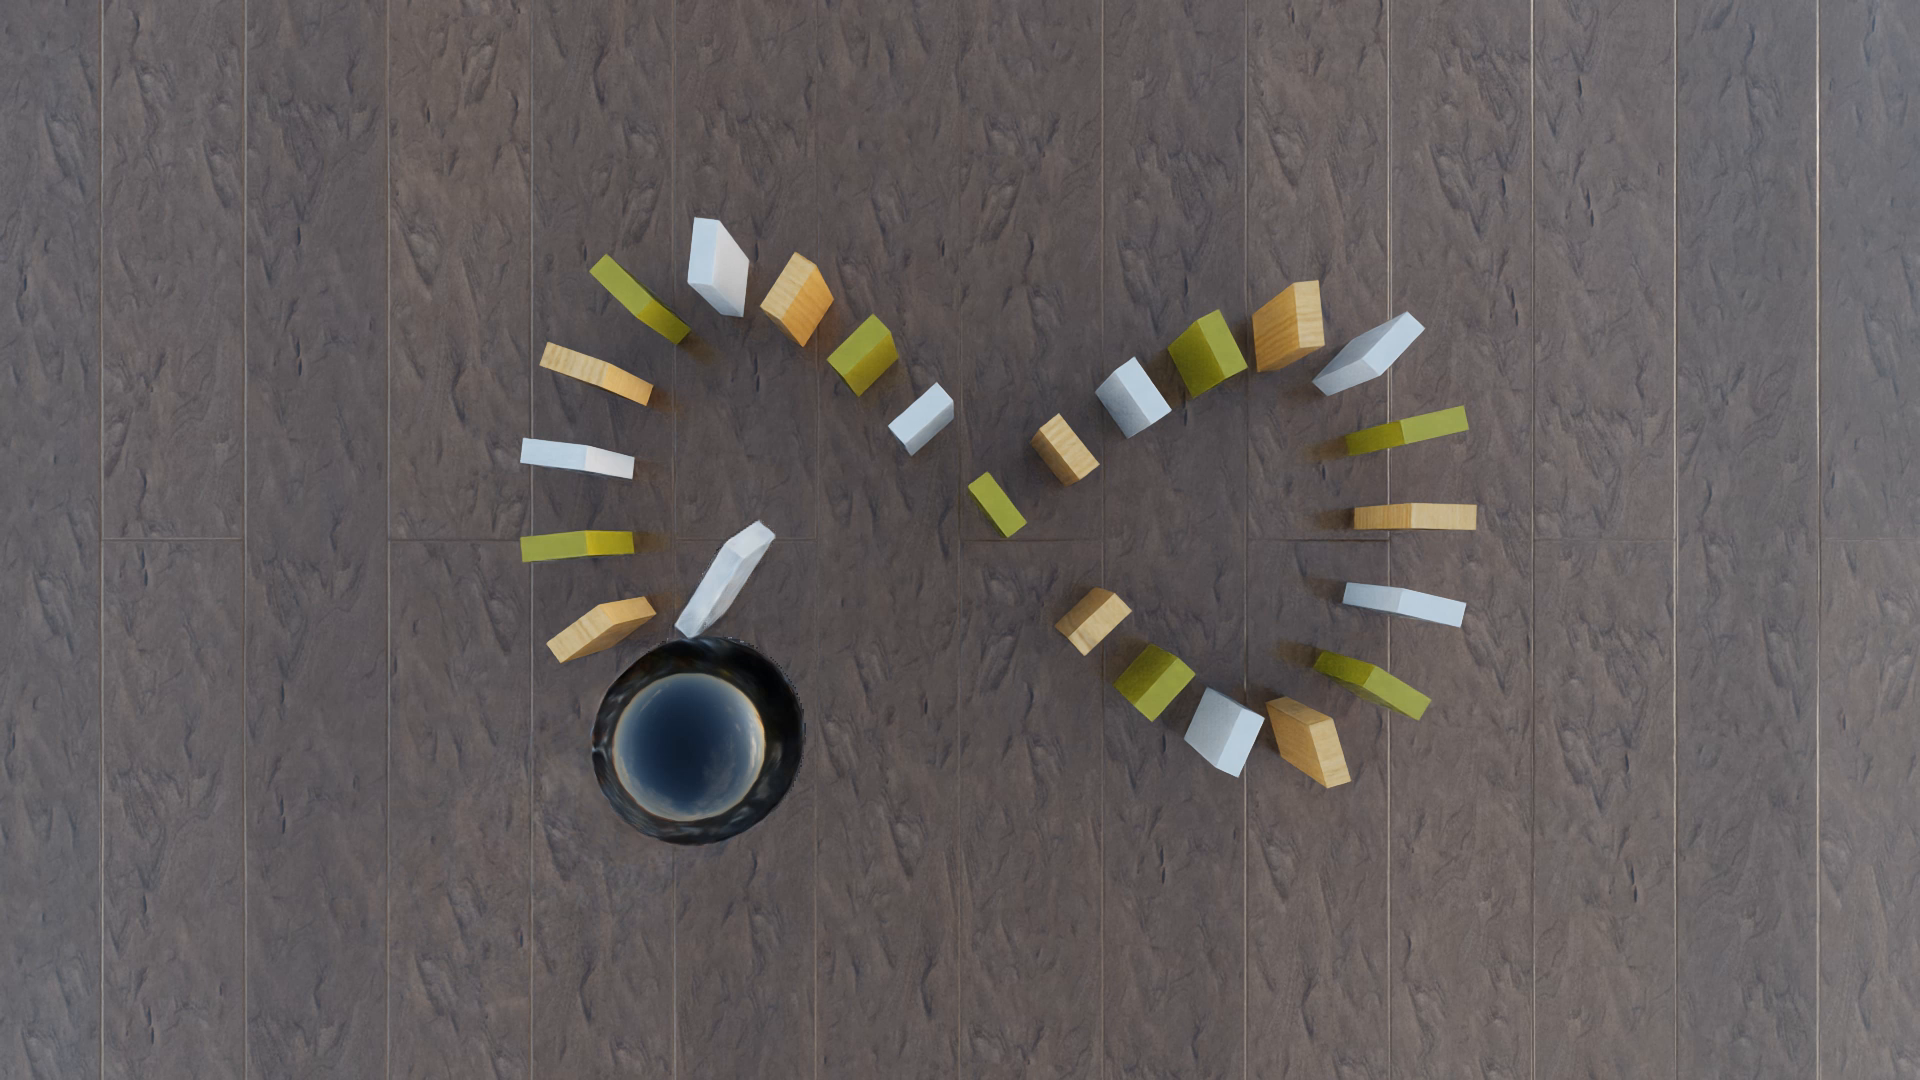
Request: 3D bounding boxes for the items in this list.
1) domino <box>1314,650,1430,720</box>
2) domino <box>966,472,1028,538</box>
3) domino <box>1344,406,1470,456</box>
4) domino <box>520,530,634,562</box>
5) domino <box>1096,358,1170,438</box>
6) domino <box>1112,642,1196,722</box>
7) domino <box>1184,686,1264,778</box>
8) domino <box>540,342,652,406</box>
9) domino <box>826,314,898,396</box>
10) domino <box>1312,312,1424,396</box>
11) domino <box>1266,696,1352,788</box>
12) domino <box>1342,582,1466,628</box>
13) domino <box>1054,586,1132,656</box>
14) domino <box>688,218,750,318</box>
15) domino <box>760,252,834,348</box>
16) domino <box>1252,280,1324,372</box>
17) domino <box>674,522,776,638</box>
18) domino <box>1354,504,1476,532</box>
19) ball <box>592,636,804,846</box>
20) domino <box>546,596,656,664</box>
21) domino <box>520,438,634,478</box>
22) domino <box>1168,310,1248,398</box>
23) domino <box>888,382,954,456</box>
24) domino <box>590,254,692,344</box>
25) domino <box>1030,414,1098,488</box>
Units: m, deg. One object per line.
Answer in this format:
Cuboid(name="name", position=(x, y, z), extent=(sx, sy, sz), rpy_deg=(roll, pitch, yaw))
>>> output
Cuboid(name="domino", position=(0.167, 0.058, 0.375), extent=(0.025, 0.050, 0.009), rpy_deg=(32, 90, 0))
Cuboid(name="domino", position=(0.014, -0.014, 0.375), extent=(0.010, 0.050, 0.025), rpy_deg=(-38, 90, 0))
Cuboid(name="domino", position=(0.181, -0.044, 0.375), extent=(0.025, 0.050, 0.010), rpy_deg=(-13, 90, 0))
Cuboid(name="domino", position=(-0.155, 0.002, 0.375), extent=(0.025, 0.050, 0.010), rpy_deg=(-6, 90, 0))
Cuboid(name="domino", position=(0.070, -0.057, 0.375), extent=(0.009, 0.050, 0.025), rpy_deg=(-35, 90, 0))
Cuboid(name="domino", position=(0.078, 0.057, 0.375), extent=(0.009, 0.050, 0.025), rpy_deg=(42, 90, 0))
Cuboid(name="domino", position=(0.107, 0.077, 0.375), extent=(0.009, 0.050, 0.025), rpy_deg=(24, 90, 0))
Cuboid(name="domino", position=(-0.147, -0.067, 0.375), extent=(0.025, 0.050, 0.009), rpy_deg=(19, 90, 0))
Cuboid(name="domino", position=(-0.039, -0.074, 0.375), extent=(0.025, 0.050, 0.010), rpy_deg=(-44, 90, 0))
Cuboid(name="domino", position=(0.166, -0.075, 0.375), extent=(0.009, 0.050, 0.025), rpy_deg=(44, 90, 0))
Cuboid(name="domino", position=(0.141, 0.082, 0.375), extent=(0.010, 0.050, 0.025), rpy_deg=(-16, 90, 0))
Cuboid(name="domino", position=(0.180, 0.026, 0.375), extent=(0.025, 0.050, 0.010), rpy_deg=(13, 90, 0))
Cuboid(name="domino", position=(0.053, 0.032, 0.375), extent=(0.025, 0.050, 0.010), rpy_deg=(-44, 90, 0))
Cuboid(name="domino", position=(-0.098, -0.110, 0.375), extent=(0.009, 0.050, 0.025), rpy_deg=(6, 90, 0))
Cuboid(name="domino", position=(-0.066, -0.097, 0.375), extent=(0.009, 0.050, 0.025), rpy_deg=(33, 90, 0))
Cuboid(name="domino", position=(0.133, -0.086, 0.375), extent=(0.010, 0.050, 0.025), rpy_deg=(-6, 90, 0))
Cuboid(name="domino", position=(-0.097, 0.017, 0.377), extent=(0.010, 0.025, 0.050), rpy_deg=(39, 119, 1))
Cuboid(name="domino", position=(0.185, -0.009, 0.375), extent=(0.025, 0.050, 0.010), rpy_deg=(2, 90, 0))
Cuboid(name="ball", position=(-0.102, 0.078, 0.360), extent=(0.080, 0.080, 0.080), rpy_deg=(0, 90, 0))
Cuboid(name="domino", position=(-0.145, 0.036, 0.375), extent=(0.025, 0.050, 0.009), rpy_deg=(-36, 90, 0))
Cuboid(name="domino", position=(-0.155, -0.033, 0.375), extent=(0.025, 0.050, 0.009), rpy_deg=(7, 90, 0))
Cuboid(name="domino", position=(0.100, -0.075, 0.375), extent=(0.010, 0.050, 0.025), rpy_deg=(-27, 90, 0))
Cuboid(name="domino", position=(-0.015, -0.048, 0.375), extent=(0.025, 0.050, 0.010), rpy_deg=(-42, 90, 0))
Cuboid(name="domino", position=(-0.129, -0.097, 0.375), extent=(0.025, 0.050, 0.010), rpy_deg=(44, 90, 0))
Cuboid(name="domino", position=(0.042, -0.036, 0.375), extent=(0.010, 0.050, 0.025), rpy_deg=(-39, 90, 0))
